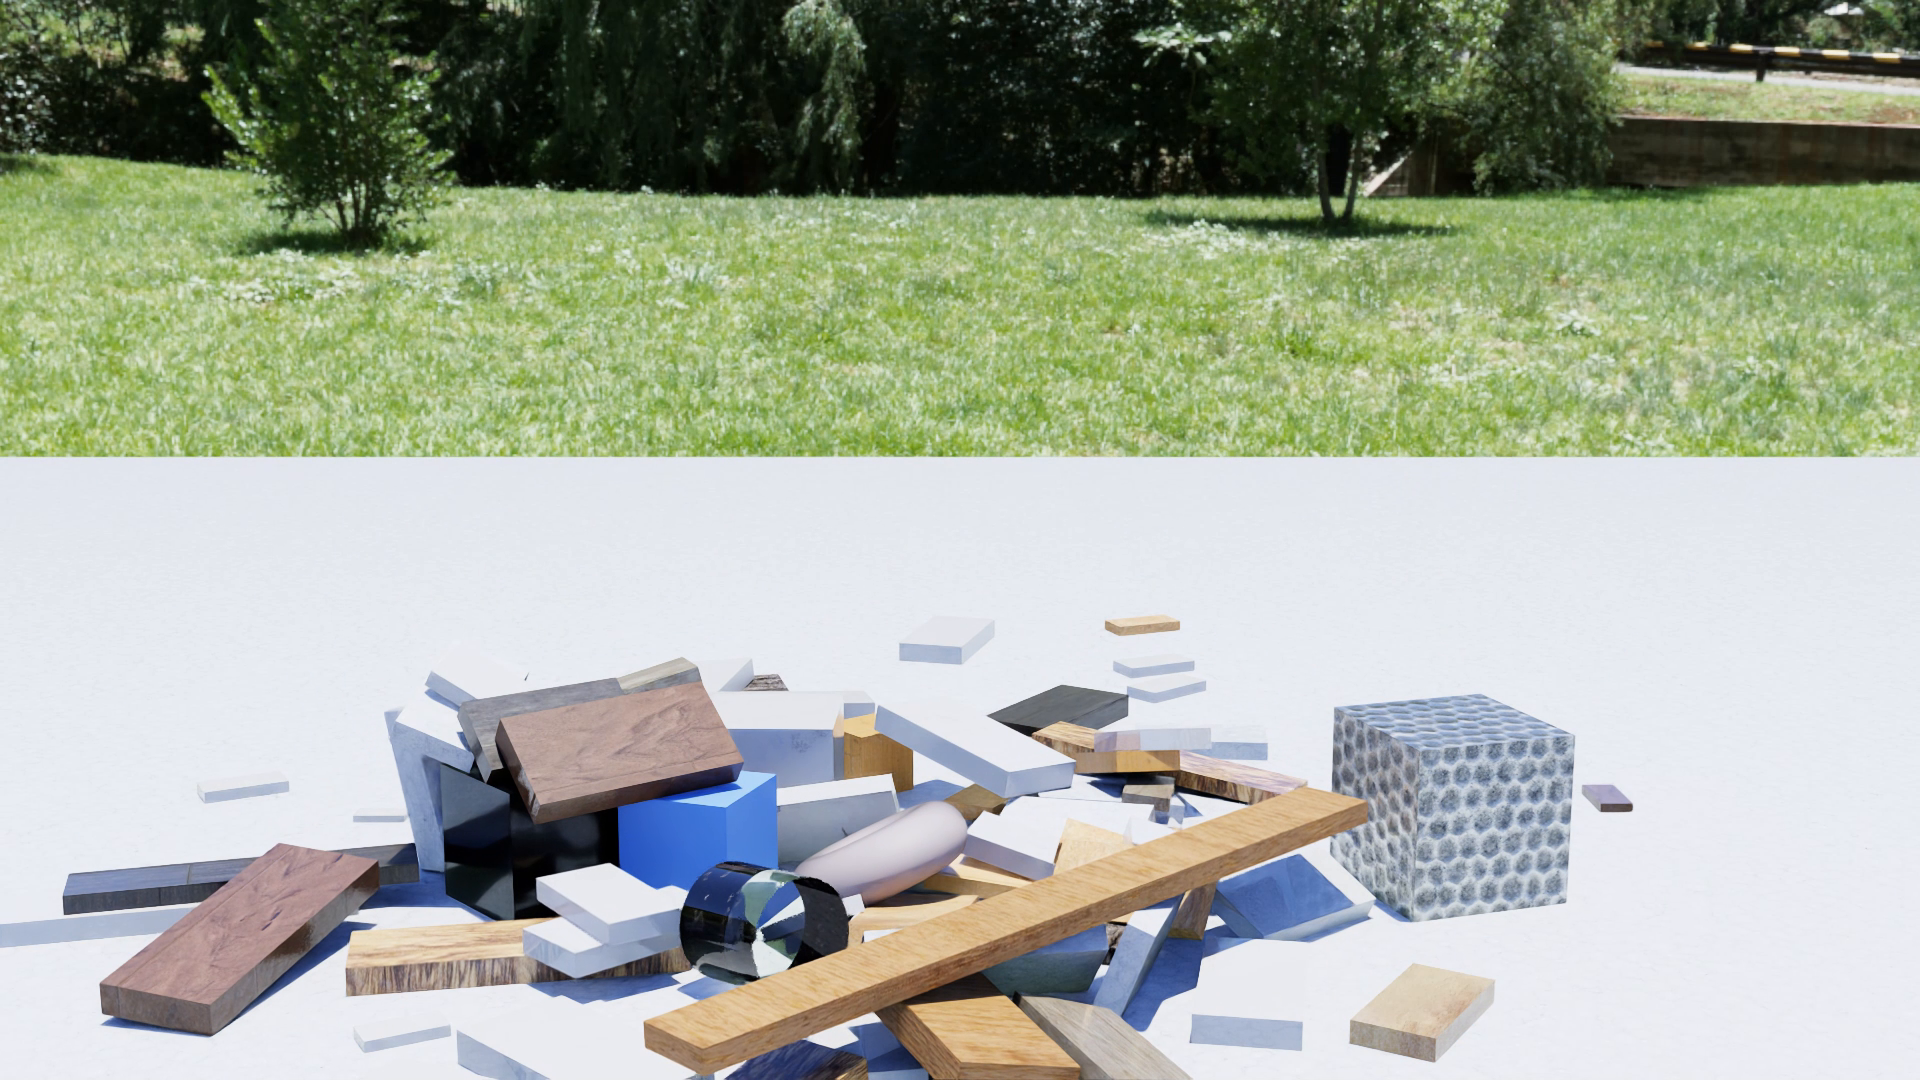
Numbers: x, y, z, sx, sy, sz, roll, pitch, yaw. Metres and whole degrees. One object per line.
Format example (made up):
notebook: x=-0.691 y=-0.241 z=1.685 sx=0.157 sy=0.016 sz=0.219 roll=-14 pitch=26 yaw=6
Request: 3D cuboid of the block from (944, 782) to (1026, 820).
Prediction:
block: x=0.062 y=0.486 z=4.151 sx=0.103 sy=0.029 sz=0.206 roll=6 pitch=12 yaw=27

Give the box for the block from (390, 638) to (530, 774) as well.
block: x=-0.834 y=0.274 z=3.681 sx=0.140 sy=0.040 sz=0.280 roll=23 pitch=27 yaw=-3

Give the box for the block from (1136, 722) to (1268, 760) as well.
block: x=0.494 y=0.413 z=4.516 sx=0.266 sy=0.038 sz=0.133 roll=1 pitch=11 yaw=5

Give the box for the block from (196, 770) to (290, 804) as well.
block: x=-1.378 y=0.475 z=4.228 sx=0.157 sy=0.022 sz=0.078 roll=-6 pitch=12 yaw=-29

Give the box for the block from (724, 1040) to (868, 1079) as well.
block: x=-0.251 y=0.718 z=2.766 sx=0.137 sy=0.039 sz=0.274 roll=7 pitch=21 yaw=33

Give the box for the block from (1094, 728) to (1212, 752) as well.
block: x=0.363 y=0.381 z=4.176 sx=0.138 sy=0.039 sz=0.276 roll=0 pitch=-6 yaw=-14

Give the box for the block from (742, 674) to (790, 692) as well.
block: x=-0.442 y=0.341 z=4.929 sx=0.103 sy=0.029 sz=0.206 roll=-3 pitch=11 yaw=-13

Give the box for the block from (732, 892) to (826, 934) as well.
block: x=-0.284 y=0.585 z=3.440 sx=0.081 sy=0.023 sz=0.163 roll=-7 pitch=-14 yaw=-34

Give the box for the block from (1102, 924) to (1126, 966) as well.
block: x=0.163 y=0.621 z=3.423 sx=0.203 sy=0.029 sz=0.102 roll=3 pitch=11 yaw=18

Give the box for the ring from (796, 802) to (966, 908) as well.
ring: x=-0.131 y=0.516 z=3.536 sx=0.308 sy=0.103 sz=0.308 roll=-26 pitch=-2 yaw=-1

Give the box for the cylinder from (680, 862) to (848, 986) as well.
cylinder: x=-0.288 y=0.572 z=3.233 sx=0.177 sy=0.177 sz=0.177 roll=-10 pitch=8 yaw=-42

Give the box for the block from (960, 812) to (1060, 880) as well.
block: x=0.144 y=0.532 z=3.677 sx=0.266 sy=0.038 sz=0.133 roll=18 pitch=13 yaw=11

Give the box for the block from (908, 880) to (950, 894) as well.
block: x=-0.088 y=0.562 z=3.743 sx=0.203 sy=0.029 sz=0.102 roll=6 pitch=12 yaw=29

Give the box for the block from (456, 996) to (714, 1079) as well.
block: x=-0.503 y=0.701 z=2.936 sx=0.172 sy=0.049 sz=0.345 roll=-10 pitch=15 yaw=-44

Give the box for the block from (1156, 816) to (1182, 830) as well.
block: x=0.324 y=0.514 z=3.964 sx=0.141 sy=0.020 sz=0.071 roll=6 pitch=7 yaw=-10

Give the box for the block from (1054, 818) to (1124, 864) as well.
block: x=0.294 y=0.538 z=3.656 sx=0.266 sy=0.038 sz=0.133 roll=17 pitch=12 yaw=5

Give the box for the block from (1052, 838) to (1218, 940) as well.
block: x=0.272 y=0.553 z=3.488 sx=0.265 sy=0.132 sz=0.037 roll=1 pitch=-34 yaw=29

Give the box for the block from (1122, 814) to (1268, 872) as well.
block: x=0.400 y=0.535 z=3.616 sx=0.265 sy=0.037 sz=0.132 roll=20 pitch=13 yaw=-1

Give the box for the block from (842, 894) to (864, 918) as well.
block: x=-0.234 y=0.587 z=3.388 sx=0.092 sy=0.026 sz=0.184 roll=-8 pitch=-15 yaw=-37

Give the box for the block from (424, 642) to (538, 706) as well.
block: x=-0.767 y=0.264 z=3.672 sx=0.225 sy=0.032 sz=0.113 roll=31 pitch=26 yaw=1

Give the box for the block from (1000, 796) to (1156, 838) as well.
block: x=0.199 y=0.510 z=3.873 sx=0.266 sy=0.038 sz=0.133 roll=1 pitch=26 yaw=19

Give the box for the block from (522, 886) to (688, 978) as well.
block: x=-0.504 y=0.589 z=3.324 sx=0.276 sy=0.039 sz=0.138 roll=-10 pitch=15 yaw=-43

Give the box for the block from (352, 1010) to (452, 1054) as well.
block: x=-0.783 y=0.689 z=3.086 sx=0.122 sy=0.017 sz=0.061 roll=-6 pitch=12 yaw=-29

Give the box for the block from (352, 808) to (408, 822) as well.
block: x=-1.070 y=0.509 z=4.068 sx=0.094 sy=0.013 sz=0.047 roll=0 pitch=11 yaw=-1

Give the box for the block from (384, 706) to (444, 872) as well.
block: x=-0.906 y=0.421 z=3.737 sx=0.040 sy=0.280 sz=0.140 roll=-14 pitch=3 yaw=-33

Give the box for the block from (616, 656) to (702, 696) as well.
block: x=-0.720 y=0.330 z=4.715 sx=0.312 sy=0.044 sz=0.156 roll=-18 pitch=11 yaw=-17

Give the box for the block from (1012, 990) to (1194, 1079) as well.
block: x=0.193 y=0.685 z=2.913 sx=0.153 sy=0.043 sz=0.306 roll=16 pitch=4 yaw=-24

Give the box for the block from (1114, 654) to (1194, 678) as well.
block: x=0.457 y=0.296 z=5.185 sx=0.172 sy=0.024 sz=0.086 roll=-5 pitch=12 yaw=-26

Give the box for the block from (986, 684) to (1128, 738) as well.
block: x=0.204 y=0.377 z=4.685 sx=0.169 sy=0.048 sz=0.338 roll=7 pitch=12 yaw=32

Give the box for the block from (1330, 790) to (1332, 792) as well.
block: x=0.822 y=0.479 z=4.146 sx=0.155 sy=0.044 sz=0.310 roll=7 pitch=13 yaw=35

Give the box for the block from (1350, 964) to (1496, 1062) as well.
block: x=0.661 y=0.671 z=3.135 sx=0.125 sy=0.035 sz=0.249 roll=6 pitch=12 yaw=31

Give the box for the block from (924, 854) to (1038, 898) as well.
block: x=0.045 y=0.561 z=3.645 sx=0.203 sy=0.029 sz=0.102 roll=9 pitch=14 yaw=0

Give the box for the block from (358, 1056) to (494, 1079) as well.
block: x=-0.697 y=0.722 z=2.890 sx=0.173 sy=0.024 sz=0.086 roll=5 pitch=12 yaw=26

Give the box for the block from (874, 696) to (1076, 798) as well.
block: x=0.025 y=0.383 z=4.108 sx=0.178 sy=0.050 sz=0.356 roll=-3 pitch=19 yaw=-45
